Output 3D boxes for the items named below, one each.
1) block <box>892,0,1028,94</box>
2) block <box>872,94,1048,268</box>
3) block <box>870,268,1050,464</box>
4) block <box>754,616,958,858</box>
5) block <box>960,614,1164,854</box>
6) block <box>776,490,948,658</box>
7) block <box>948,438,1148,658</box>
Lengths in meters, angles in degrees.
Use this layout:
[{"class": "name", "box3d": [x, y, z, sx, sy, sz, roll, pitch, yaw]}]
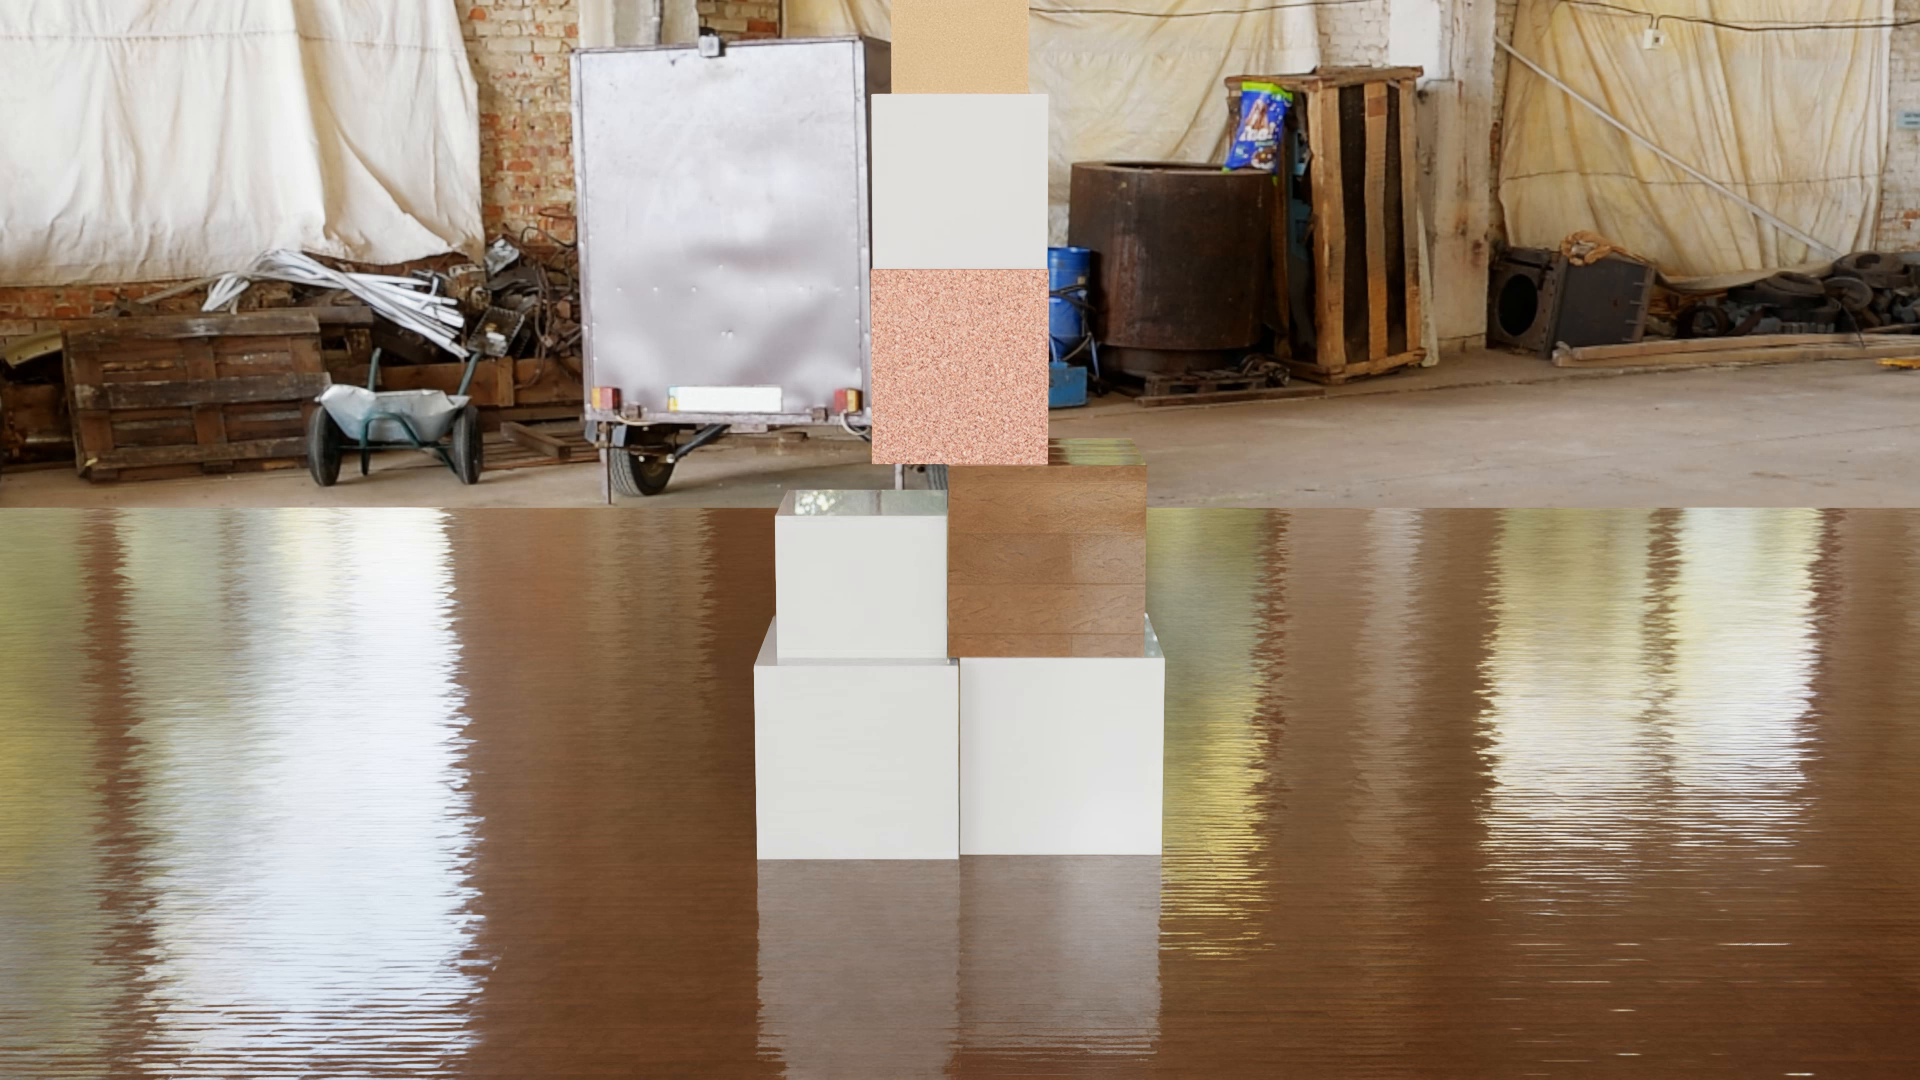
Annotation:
[{"class": "block", "box3d": [0.000, -2.511, 10.712, 0.651, 0.679, 0.629, 0, 10, 0]}, {"class": "block", "box3d": [0.000, -1.774, 10.859, 0.838, 0.824, 0.737, 0, 10, 0]}, {"class": "block", "box3d": [0.000, -0.909, 11.026, 0.853, 0.939, 0.879, 0, 10, 0]}, {"class": "block", "box3d": [-0.506, 0.993, 11.359, 0.994, 0.981, 1.145, 0, 10, 0]}, {"class": "block", "box3d": [0.502, 0.980, 11.376, 1.002, 1.002, 1.040, 0, 10, 0]}, {"class": "block", "box3d": [-0.485, 0.159, 11.217, 0.838, 0.711, 0.820, 0, 10, 0]}, {"class": "block", "box3d": [0.424, 0.020, 11.199, 0.960, 0.950, 0.994, 0, 10, 0]}]
